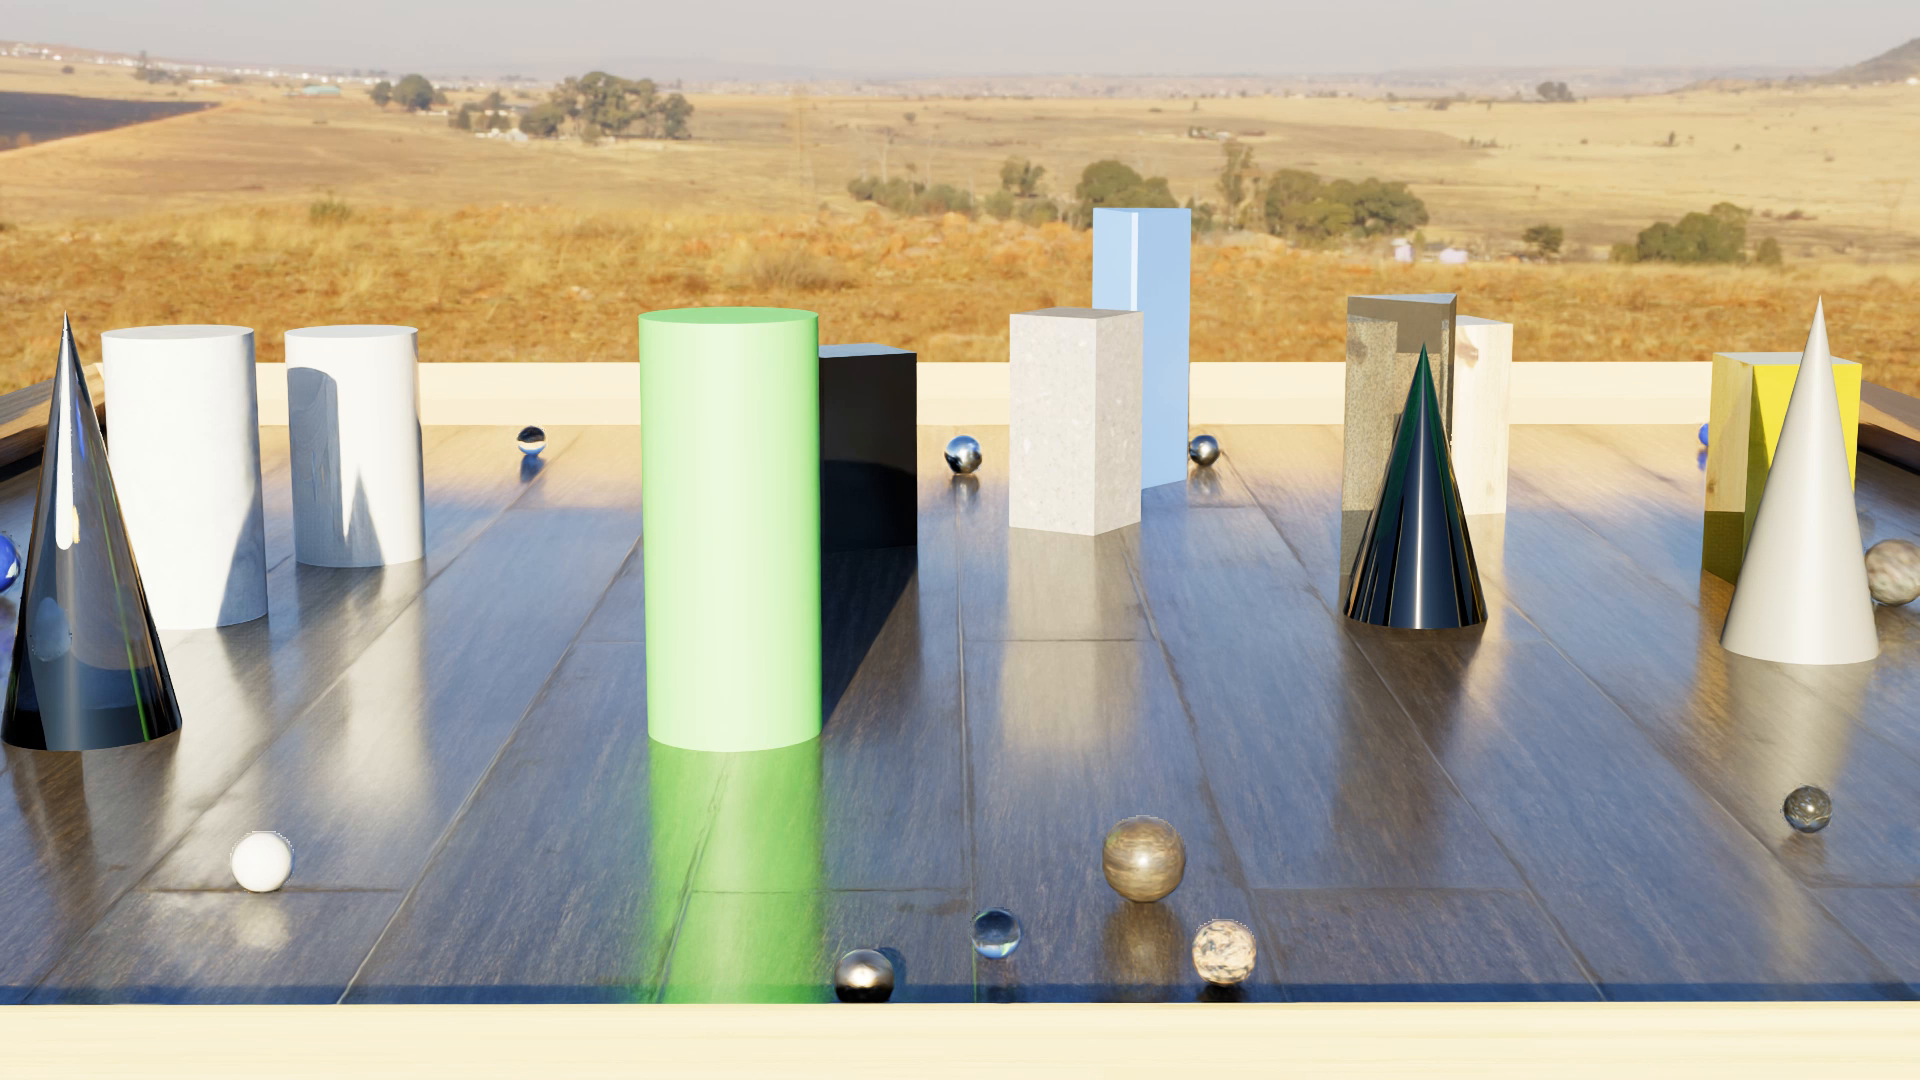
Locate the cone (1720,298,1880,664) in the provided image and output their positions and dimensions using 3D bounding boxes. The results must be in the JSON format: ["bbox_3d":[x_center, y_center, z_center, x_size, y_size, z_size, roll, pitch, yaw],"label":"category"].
[{"bbox_3d":[1.061,-0.084,3.203,0.193,0.445,0.193,0,11,0],"label":"cone"}]

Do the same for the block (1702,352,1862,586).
[{"bbox_3d":[1.167,-0.102,3.654,0.154,0.316,0.154,-1,11,-4],"label":"block"}]

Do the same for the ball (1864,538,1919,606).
[{"bbox_3d":[1.270,0.043,3.488,0.092,0.092,0.092,0,11,0],"label":"ball"}]

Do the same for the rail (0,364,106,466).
[{"bbox_3d":[-1.724,0.034,3.439,0.045,0.125,3.621,0,11,0],"label":"rail"}]

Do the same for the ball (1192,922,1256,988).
[{"bbox_3d":[0.211,0.331,2.050,0.052,0.052,0.052,0,11,0],"label":"ball"}]

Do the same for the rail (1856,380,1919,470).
[{"bbox_3d":[1.724,0.030,3.459,0.045,0.125,3.621,0,11,0],"label":"rail"}]

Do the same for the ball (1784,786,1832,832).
[{"bbox_3d":[0.813,0.258,2.459,0.045,0.045,0.045,0,11,0],"label":"ball"}]

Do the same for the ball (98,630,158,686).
[{"bbox_3d":[-0.985,0.139,3.037,0.067,0.067,0.067,0,11,0],"label":"ball"}]

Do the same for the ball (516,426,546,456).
[{"bbox_3d":[-0.805,-0.187,4.825,0.056,0.056,0.056,0,11,0],"label":"ball"}]

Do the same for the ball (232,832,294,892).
[{"bbox_3d":[-0.620,0.287,2.282,0.053,0.053,0.053,0,11,0],"label":"ball"}]

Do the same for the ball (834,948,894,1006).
[{"bbox_3d":[-0.075,0.342,1.998,0.048,0.048,0.048,0,11,0],"label":"ball"}]

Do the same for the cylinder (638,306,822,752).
[{"bbox_3d":[-0.249,-0.016,2.803,0.193,0.459,0.193,0,11,0],"label":"cylinder"}]

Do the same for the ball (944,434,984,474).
[{"bbox_3d":[0.007,-0.154,4.607,0.070,0.070,0.070,0,11,0],"label":"ball"}]

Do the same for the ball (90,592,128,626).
[{"bbox_3d":[-1.112,0.090,3.352,0.046,0.046,0.046,0,11,0],"label":"ball"}]

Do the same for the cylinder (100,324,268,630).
[{"bbox_3d":[-1.027,-0.087,3.404,0.193,0.379,0.193,0,11,0],"label":"cylinder"}]

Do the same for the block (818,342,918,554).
[{"bbox_3d":[-0.169,-0.144,3.938,0.154,0.296,0.154,-5,12,-27],"label":"block"}]

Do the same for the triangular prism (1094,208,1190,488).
[{"bbox_3d":[0.292,-0.340,4.495,0.145,0.477,0.167,8,13,38],"label":"triangular prism"}]

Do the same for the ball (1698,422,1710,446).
[{"bbox_3d":[1.442,-0.202,4.924,0.050,0.050,0.050,0,11,0],"label":"ball"}]

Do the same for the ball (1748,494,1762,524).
[{"bbox_3d":[1.276,-0.045,4.052,0.059,0.059,0.059,0,11,0],"label":"ball"}]

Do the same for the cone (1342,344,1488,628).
[{"bbox_3d":[0.611,-0.082,3.409,0.193,0.367,0.193,0,11,0],"label":"cone"}]

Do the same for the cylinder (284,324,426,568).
[{"bbox_3d":[-0.899,-0.143,3.821,0.193,0.336,0.193,0,11,0],"label":"cylinder"}]

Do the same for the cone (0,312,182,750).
[{"bbox_3d":[-0.963,-0.020,2.805,0.193,0.466,0.193,0,11,0],"label":"cone"}]

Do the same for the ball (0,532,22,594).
[{"bbox_3d":[-1.346,0.032,3.544,0.093,0.093,0.093,0,11,0],"label":"ball"}]

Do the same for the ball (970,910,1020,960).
[{"bbox_3d":[0.029,0.325,2.113,0.041,0.041,0.041,0,11,0],"label":"ball"}]

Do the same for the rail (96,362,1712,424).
[{"bbox_3d":[-0.010,-0.294,5.206,3.495,0.125,0.045,0,11,0],"label":"rail"}]

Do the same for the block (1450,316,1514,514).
[{"bbox_3d":[0.799,-0.207,4.233,0.154,0.310,0.154,-3,11,-18],"label":"block"}]

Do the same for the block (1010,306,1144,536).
[{"bbox_3d":[0.185,-0.193,4.081,0.154,0.338,0.154,7,12,31],"label":"block"}]

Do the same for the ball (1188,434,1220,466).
[{"bbox_3d":[0.448,-0.165,4.698,0.058,0.058,0.058,0,11,0],"label":"ball"}]

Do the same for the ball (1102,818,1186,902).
[{"bbox_3d":[0.161,0.281,2.255,0.074,0.074,0.074,0,11,0],"label":"ball"}]

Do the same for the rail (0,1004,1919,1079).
[{"bbox_3d":[0.010,0.359,1.692,3.495,0.125,0.045,0,11,0],"label":"rail"}]

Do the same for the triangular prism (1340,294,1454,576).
[{"bbox_3d":[0.659,-0.148,3.669,0.167,0.401,0.145,10,15,44],"label":"triangular prism"}]
